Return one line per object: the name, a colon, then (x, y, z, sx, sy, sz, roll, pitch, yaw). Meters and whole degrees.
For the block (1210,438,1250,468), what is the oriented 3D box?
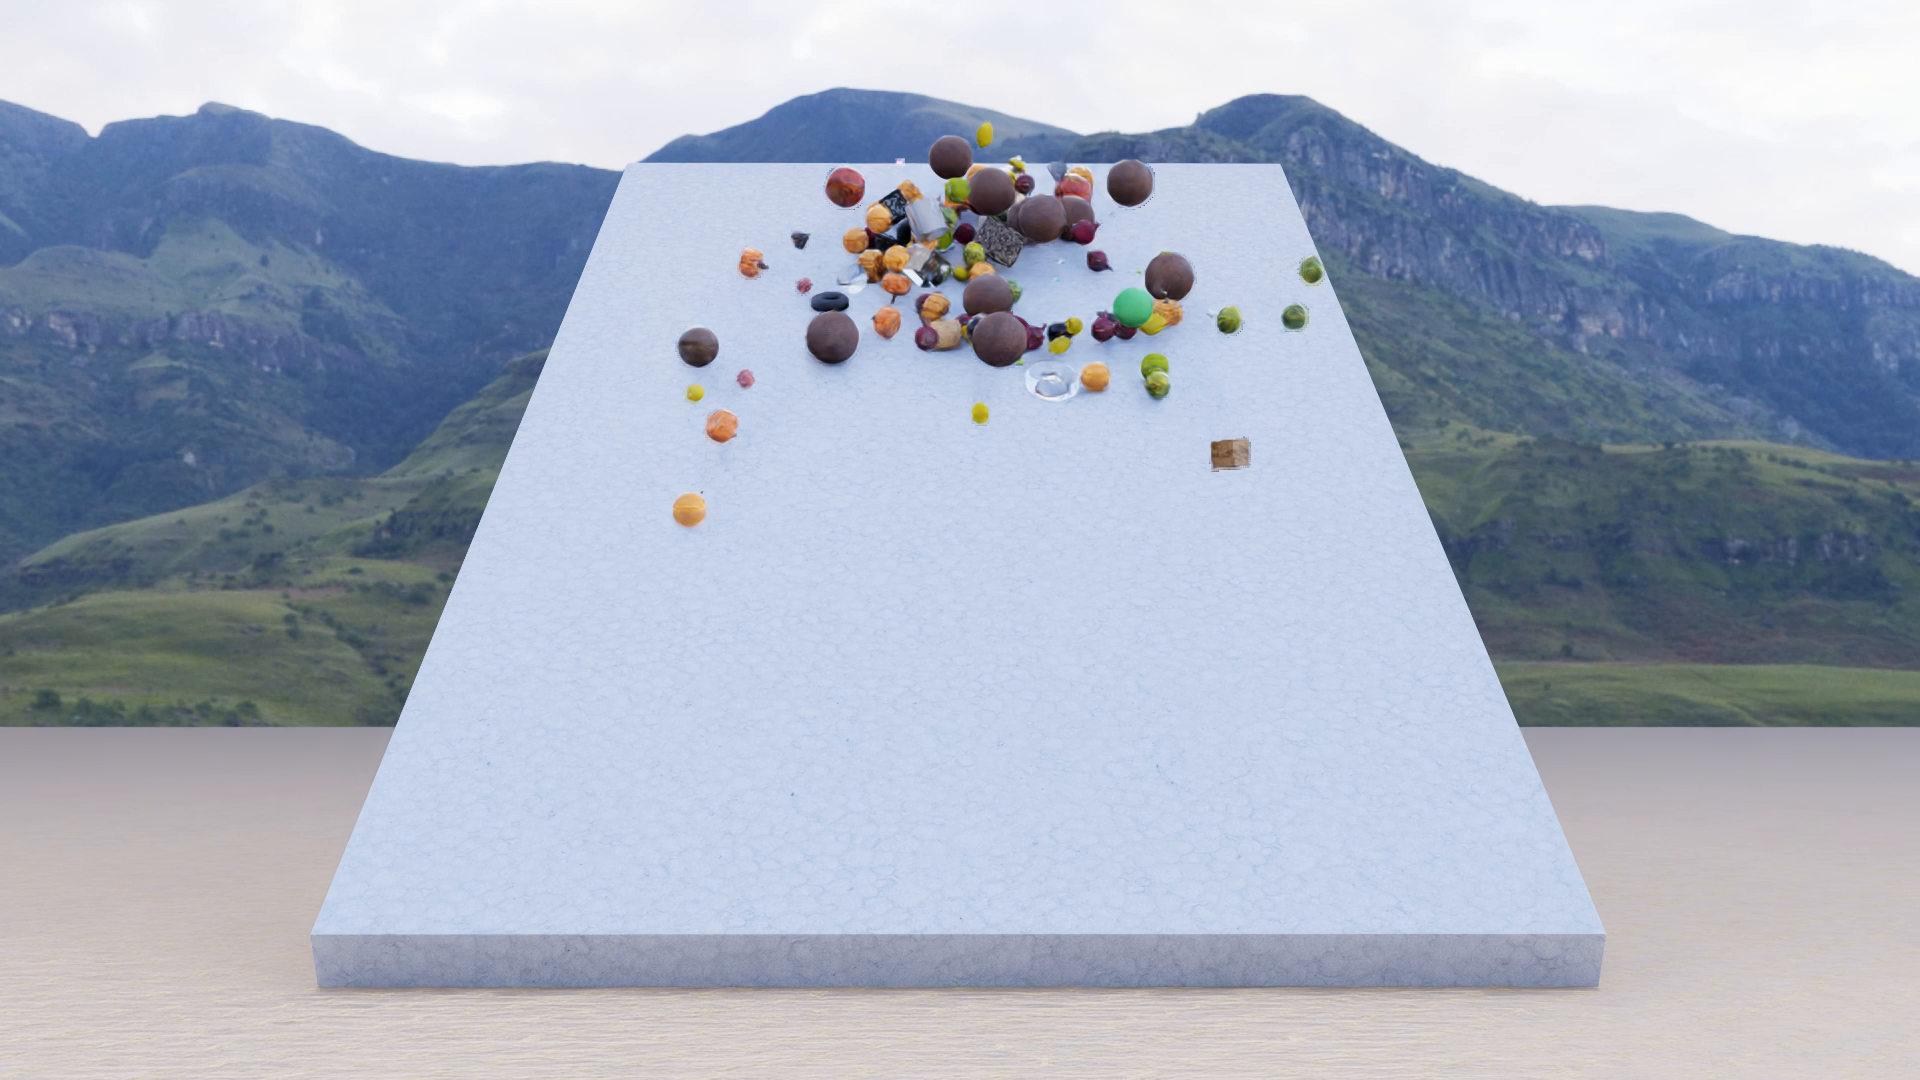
block: (0.580, -0.186, 5.064, 0.058, 0.058, 0.058, -7, -2, 42)

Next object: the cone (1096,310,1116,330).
cone: (0.361, -0.564, 5.945, 0.053, 0.053, 0.053, 36, -14, -12)

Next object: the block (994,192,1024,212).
block: (0.140, -0.935, 6.689, 0.083, 0.083, 0.083, 1, 26, 3)

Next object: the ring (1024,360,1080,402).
ring: (0.218, -0.376, 5.579, 0.134, 0.045, 0.134, 4, 40, -3)

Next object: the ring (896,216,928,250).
ring: (-0.122, -0.846, 6.466, 0.120, 0.120, 0.040, 5, 32, -46)

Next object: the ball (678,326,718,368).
ball: (-0.635, -0.469, 5.717, 0.100, 0.100, 0.100, 0, -4, 0)

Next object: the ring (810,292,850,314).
ring: (-0.335, -0.613, 6.088, 0.101, 0.034, 0.101, -1, 26, 1)

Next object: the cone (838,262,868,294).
cone: (-0.274, -0.649, 5.914, 0.078, 0.078, 0.078, 0, 19, 5)

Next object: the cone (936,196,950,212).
cone: (-0.050, -0.957, 6.800, 0.052, 0.052, 0.052, 33, -1, 6)

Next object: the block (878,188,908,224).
block: (-0.171, -0.894, 6.328, 0.064, 0.064, 0.064, -31, -5, 6)

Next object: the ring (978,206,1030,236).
ring: (0.123, -0.876, 6.582, 0.148, 0.148, 0.049, 0, -44, -2)

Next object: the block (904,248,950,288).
block: (-0.087, -0.706, 6.114, 0.071, 0.071, 0.071, 11, -25, 51)

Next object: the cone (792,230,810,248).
cone: (-0.427, -0.834, 6.487, 0.052, 0.052, 0.052, -18, -15, 42)

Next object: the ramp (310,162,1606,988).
ramp: (-0.010, -0.228, 5.457, 2.000, 0.100, 4.000, 0, 26, 0)

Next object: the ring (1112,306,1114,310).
ring: (0.429, -0.573, 5.963, 0.091, 0.030, 0.091, 21, -8, 3)

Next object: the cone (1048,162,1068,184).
cone: (0.280, -1.045, 6.768, 0.059, 0.059, 0.059, 3, -33, 2)

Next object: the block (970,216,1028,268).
block: (0.105, -0.800, 6.337, 0.094, 0.094, 0.094, 28, 4, -31)

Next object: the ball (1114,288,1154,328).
ball: (0.415, -0.557, 5.647, 0.096, 0.096, 0.096, 0, -4, 0)

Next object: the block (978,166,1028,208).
block: (0.123, -1.016, 6.787, 0.092, 0.092, 0.092, -26, 14, -9)

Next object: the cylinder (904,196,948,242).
cylinder: (-0.089, -0.850, 6.267, 0.091, 0.091, 0.091, -20, -9, -3)

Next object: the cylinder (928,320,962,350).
cylinder: (-0.039, -0.507, 5.830, 0.071, 0.071, 0.071, -6, -3, -12)

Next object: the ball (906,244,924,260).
ball: (-0.116, -0.762, 6.274, 0.054, 0.054, 0.054, 0, -4, 0)

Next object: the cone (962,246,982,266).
cone: (0.029, -0.773, 6.364, 0.057, 0.057, 0.057, -1, -2, 9)
